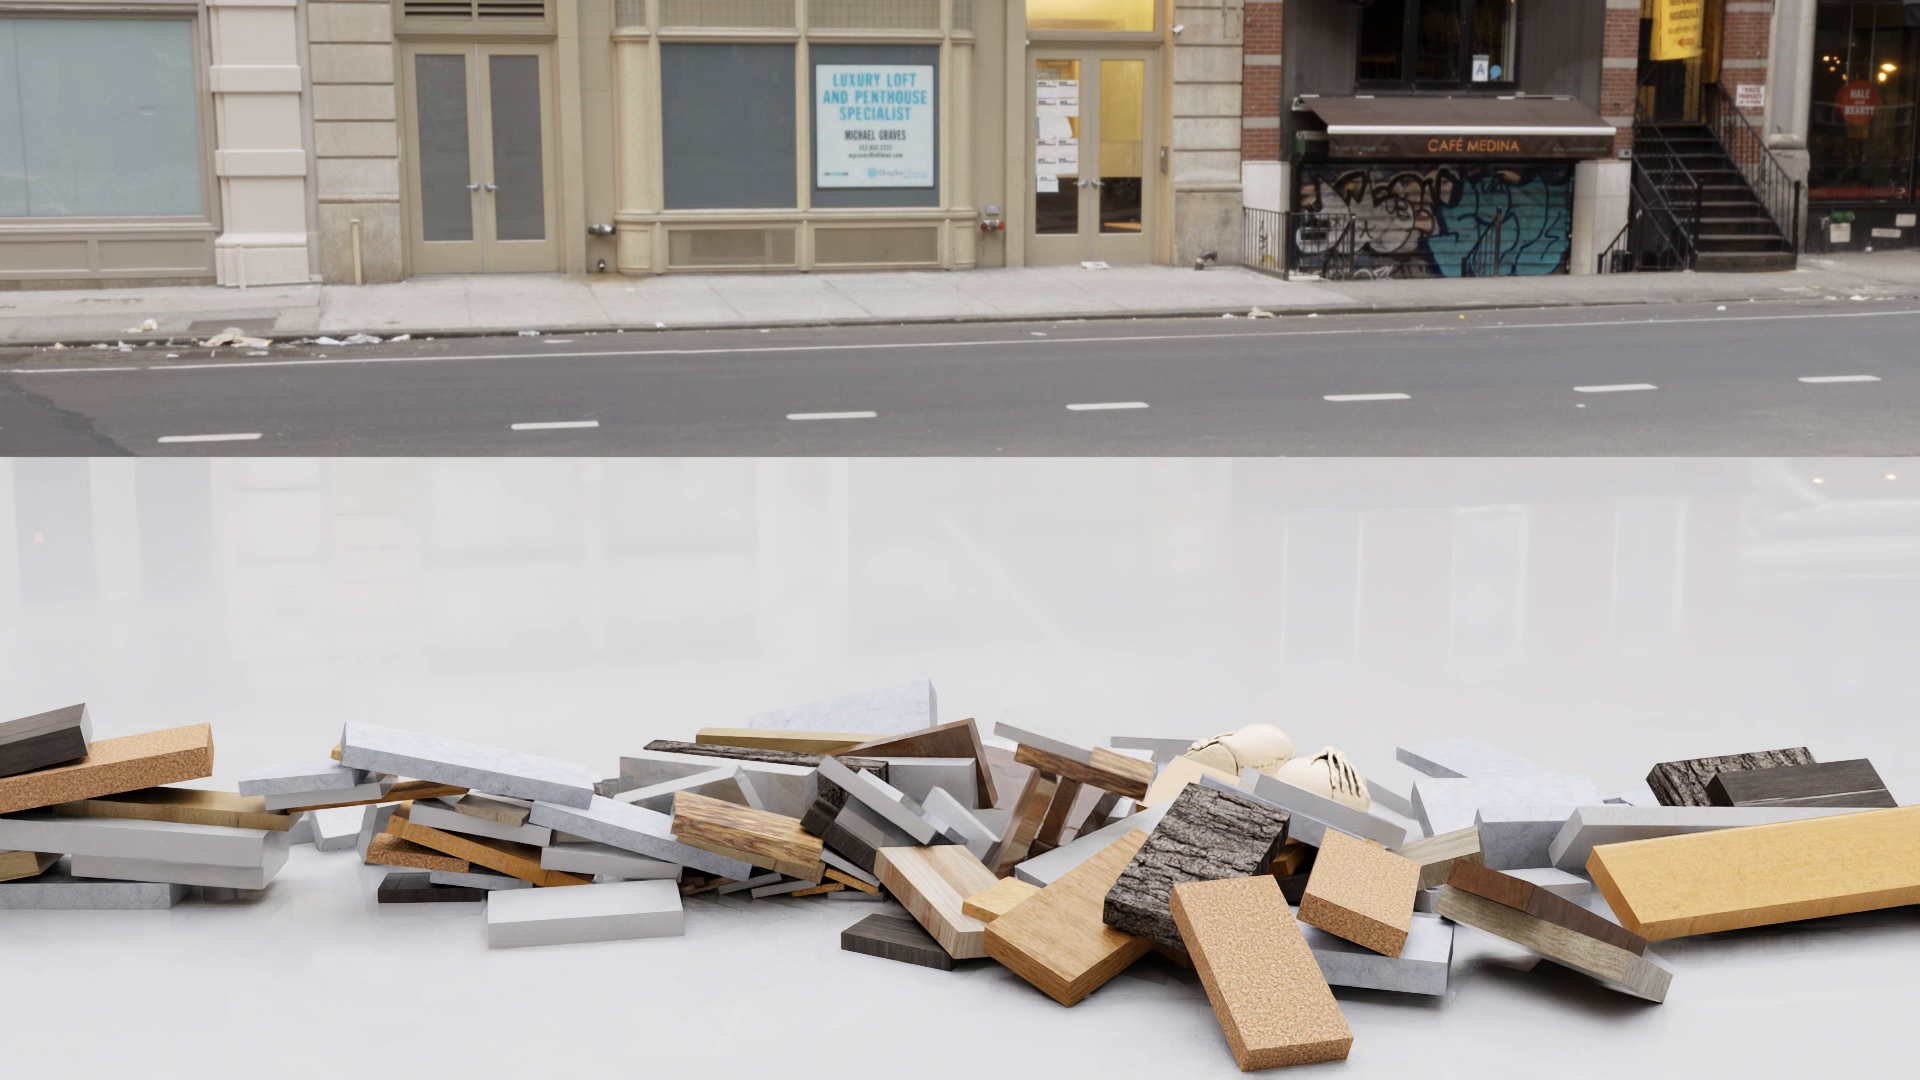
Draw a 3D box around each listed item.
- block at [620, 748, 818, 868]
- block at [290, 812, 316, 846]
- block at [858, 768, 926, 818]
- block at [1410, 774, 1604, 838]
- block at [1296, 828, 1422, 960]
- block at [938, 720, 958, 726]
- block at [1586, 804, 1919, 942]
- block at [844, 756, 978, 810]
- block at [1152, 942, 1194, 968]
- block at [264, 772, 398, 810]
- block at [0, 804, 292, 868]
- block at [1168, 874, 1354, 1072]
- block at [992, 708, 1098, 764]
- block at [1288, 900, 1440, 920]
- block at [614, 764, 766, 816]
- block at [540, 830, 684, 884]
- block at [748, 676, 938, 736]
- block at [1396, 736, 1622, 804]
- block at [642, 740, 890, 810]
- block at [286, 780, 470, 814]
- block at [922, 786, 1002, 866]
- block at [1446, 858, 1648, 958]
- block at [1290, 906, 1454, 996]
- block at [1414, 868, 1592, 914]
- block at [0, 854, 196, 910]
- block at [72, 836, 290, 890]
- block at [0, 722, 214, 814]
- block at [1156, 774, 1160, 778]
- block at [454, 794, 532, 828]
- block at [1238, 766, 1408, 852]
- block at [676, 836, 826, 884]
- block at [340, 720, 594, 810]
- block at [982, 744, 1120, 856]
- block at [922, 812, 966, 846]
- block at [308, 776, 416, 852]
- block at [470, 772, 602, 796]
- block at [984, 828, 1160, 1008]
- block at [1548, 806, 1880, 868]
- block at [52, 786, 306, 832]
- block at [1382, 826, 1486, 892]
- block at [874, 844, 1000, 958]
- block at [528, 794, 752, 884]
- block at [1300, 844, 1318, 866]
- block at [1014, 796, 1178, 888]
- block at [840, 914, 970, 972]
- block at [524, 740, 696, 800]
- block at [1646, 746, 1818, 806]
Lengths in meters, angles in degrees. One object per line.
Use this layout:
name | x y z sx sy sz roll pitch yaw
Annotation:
block | -0.420 0.471 3.822 0.355 0.177 0.050 4 11 19
block | -1.096 0.497 4.052 0.518 0.043 0.151 -6 12 -30
block | -0.116 0.426 3.695 0.125 0.018 0.063 25 -13 50
block | 0.982 0.491 3.905 0.325 0.046 0.162 -1 34 -4
block | 0.606 0.529 3.322 0.156 0.044 0.311 21 15 11
block | -0.153 0.402 4.261 0.349 0.049 0.175 0 13 -10
block | 1.467 0.513 3.534 0.934 0.046 0.162 -5 40 -14
block | -0.145 0.463 3.868 0.355 0.155 0.044 -1 11 15
block | 0.406 0.621 3.427 0.194 0.028 0.097 -6 12 -28
block | -1.034 0.407 3.622 0.193 0.027 0.096 -6 11 3
block | -1.565 0.457 3.635 0.865 0.051 0.180 5 11 -3
block | 0.420 0.605 3.100 0.156 0.044 0.311 -3 37 -16
block | 0.141 0.322 3.619 0.163 0.023 0.081 17 14 7
block | 0.626 0.596 3.452 0.242 0.034 0.121 4 -3 17
block | -0.462 0.469 3.767 0.250 0.125 0.035 -16 26 22
block | -0.575 0.524 3.660 0.230 0.033 0.115 7 11 -5
block | -0.220 0.375 4.086 0.359 0.051 0.180 -13 44 11
block | 1.039 0.465 4.203 0.178 0.050 0.452 -5 11 -24
block | -0.342 0.462 3.870 0.446 0.177 0.050 3 12 18
block | -0.956 0.419 3.631 0.298 0.016 0.057 -6 11 2
block | -0.008 0.498 3.727 0.165 0.081 0.023 38 11 39
block | 0.887 0.562 3.321 0.297 0.042 0.149 27 -8 -34
block | 0.552 0.607 3.291 0.356 0.050 0.178 3 11 15
block | 0.872 0.574 3.593 0.274 0.039 0.137 -2 2 -10
block | -1.445 0.568 3.665 0.310 0.044 0.155 0 11 0
block | -1.294 0.524 3.662 0.310 0.044 0.155 5 10 -2
block | -1.427 0.378 3.638 0.359 0.051 0.180 -9 11 -16
block | 0.424 0.491 4.110 0.121 0.034 0.242 -9 14 -40
block | -0.764 0.443 3.605 0.113 0.016 0.057 12 10 5
block | 0.599 0.444 3.646 0.260 0.037 0.130 21 -1 -3
block | -0.340 0.503 3.662 0.245 0.035 0.122 17 10 0
block | -0.811 0.371 3.624 0.404 0.035 0.125 13 10 -19
block | 0.087 0.464 3.936 0.359 0.051 0.180 10 44 33
block | -0.049 0.474 3.707 0.125 0.018 0.063 27 -11 41
block | -1.034 0.473 3.978 0.277 0.039 0.139 -7 50 -31
block | -0.766 0.486 3.838 0.277 0.139 0.039 -3 21 -14
block | 0.218 0.567 3.336 0.172 0.049 0.344 27 39 37
block | 1.283 0.501 3.701 0.572 0.130 0.037 2 49 -12
block | -1.291 0.440 3.643 0.384 0.027 0.096 5 10 -1
block | 0.720 0.540 3.600 0.274 0.039 0.137 -17 7 14
block | -0.002 0.567 3.468 0.155 0.044 0.311 2 16 -27
block | -0.523 0.486 3.663 0.371 0.035 0.122 16 10 -2
block | 0.600 0.522 3.664 0.014 0.049 0.098 -32 0 43
block | 0.281 0.513 3.577 0.344 0.049 0.172 -19 17 -25
block | -0.077 0.624 3.413 0.194 0.028 0.097 6 12 28
block | -0.532 0.434 4.175 0.562 0.049 0.175 0 15 -35
block | 1.420 0.466 3.956 0.331 0.047 0.166 -4 48 -19
